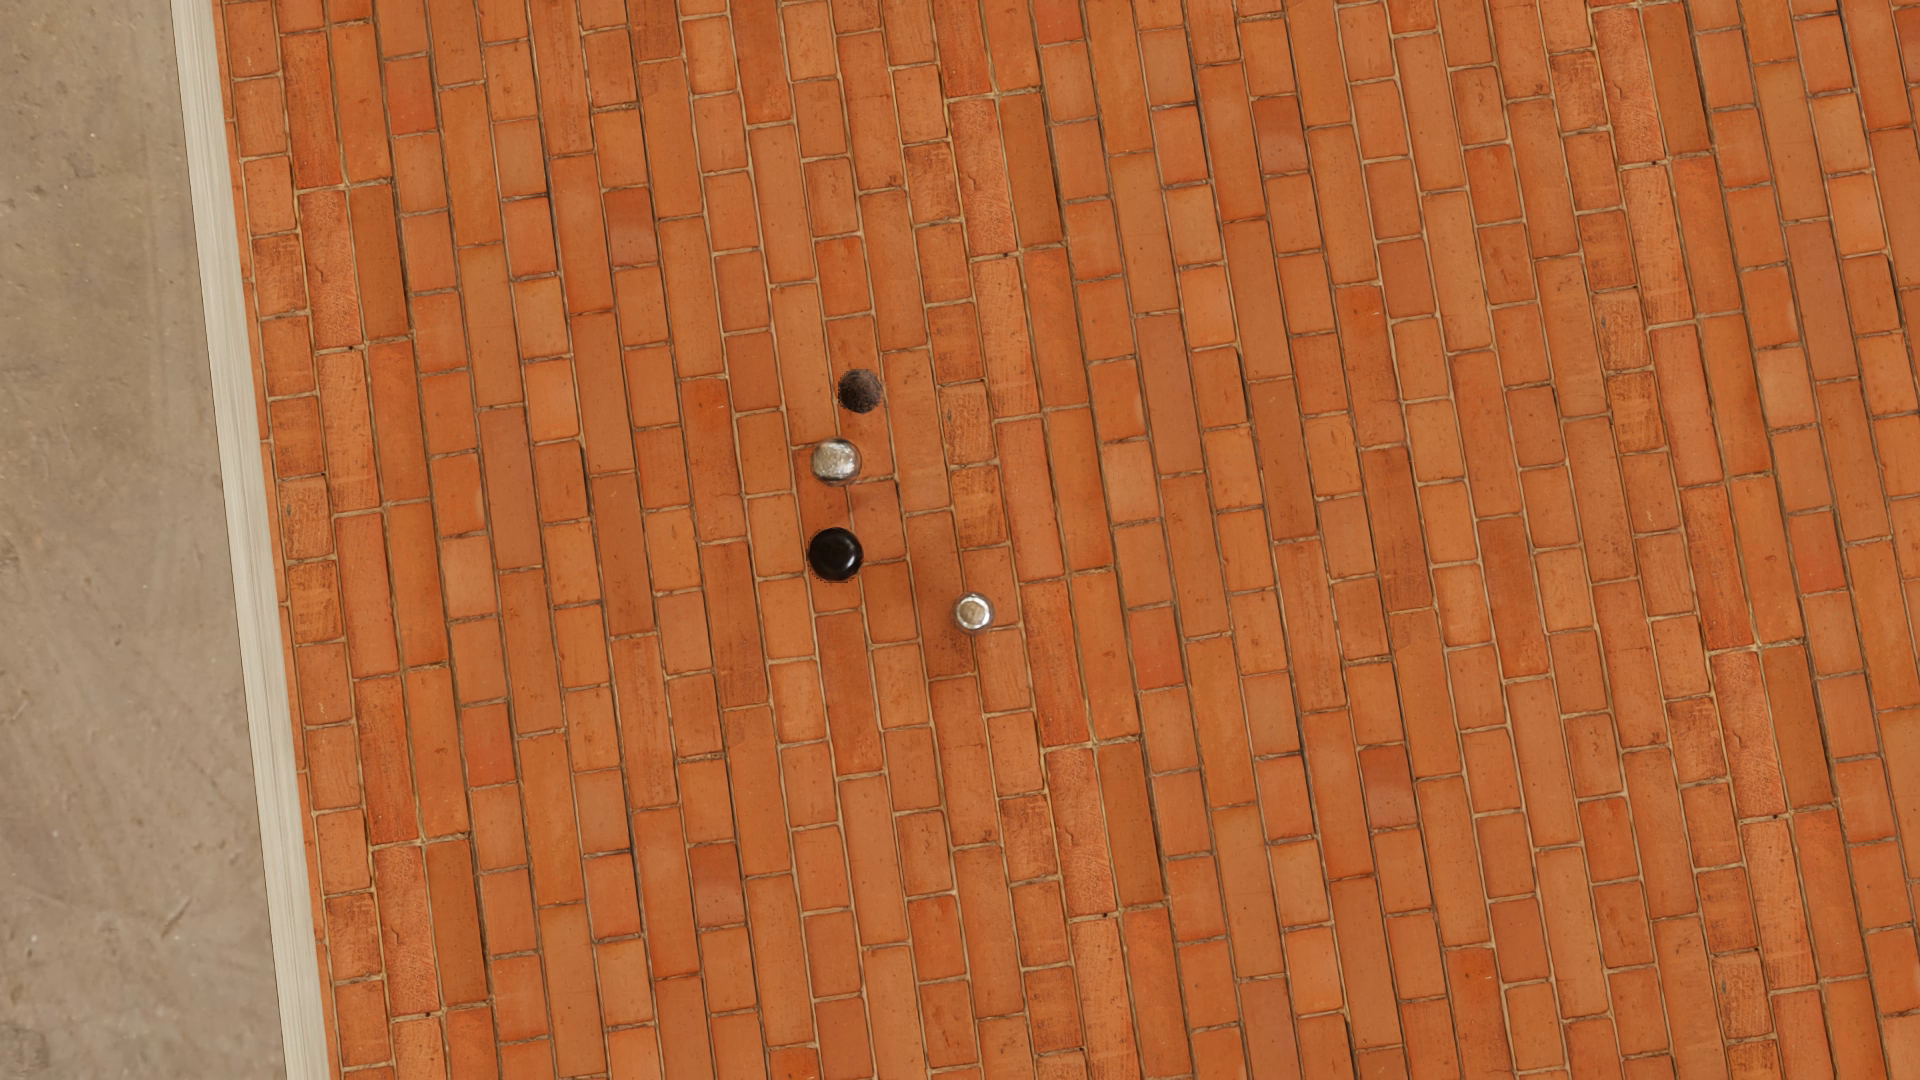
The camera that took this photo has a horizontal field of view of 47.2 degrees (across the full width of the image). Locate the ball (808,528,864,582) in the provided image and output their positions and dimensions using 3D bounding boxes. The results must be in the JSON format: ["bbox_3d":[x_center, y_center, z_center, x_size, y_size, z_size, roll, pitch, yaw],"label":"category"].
[{"bbox_3d":[-0.183,0.021,3.247,0.081,0.081,0.081,0,84,0],"label":"ball"}]

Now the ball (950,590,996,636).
[{"bbox_3d":[0.019,0.108,3.244,0.067,0.067,0.067,0,84,0],"label":"ball"}]

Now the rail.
[{"bbox_3d":[-1.016,0.144,3.220,0.045,0.105,2.520,-8,84,-1],"label":"rail"}]

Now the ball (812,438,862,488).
[{"bbox_3d":[-0.183,-0.115,3.266,0.075,0.075,0.075,0,84,0],"label":"ball"}]

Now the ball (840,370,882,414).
[{"bbox_3d":[-0.148,-0.221,3.282,0.065,0.065,0.065,0,84,0],"label":"ball"}]
